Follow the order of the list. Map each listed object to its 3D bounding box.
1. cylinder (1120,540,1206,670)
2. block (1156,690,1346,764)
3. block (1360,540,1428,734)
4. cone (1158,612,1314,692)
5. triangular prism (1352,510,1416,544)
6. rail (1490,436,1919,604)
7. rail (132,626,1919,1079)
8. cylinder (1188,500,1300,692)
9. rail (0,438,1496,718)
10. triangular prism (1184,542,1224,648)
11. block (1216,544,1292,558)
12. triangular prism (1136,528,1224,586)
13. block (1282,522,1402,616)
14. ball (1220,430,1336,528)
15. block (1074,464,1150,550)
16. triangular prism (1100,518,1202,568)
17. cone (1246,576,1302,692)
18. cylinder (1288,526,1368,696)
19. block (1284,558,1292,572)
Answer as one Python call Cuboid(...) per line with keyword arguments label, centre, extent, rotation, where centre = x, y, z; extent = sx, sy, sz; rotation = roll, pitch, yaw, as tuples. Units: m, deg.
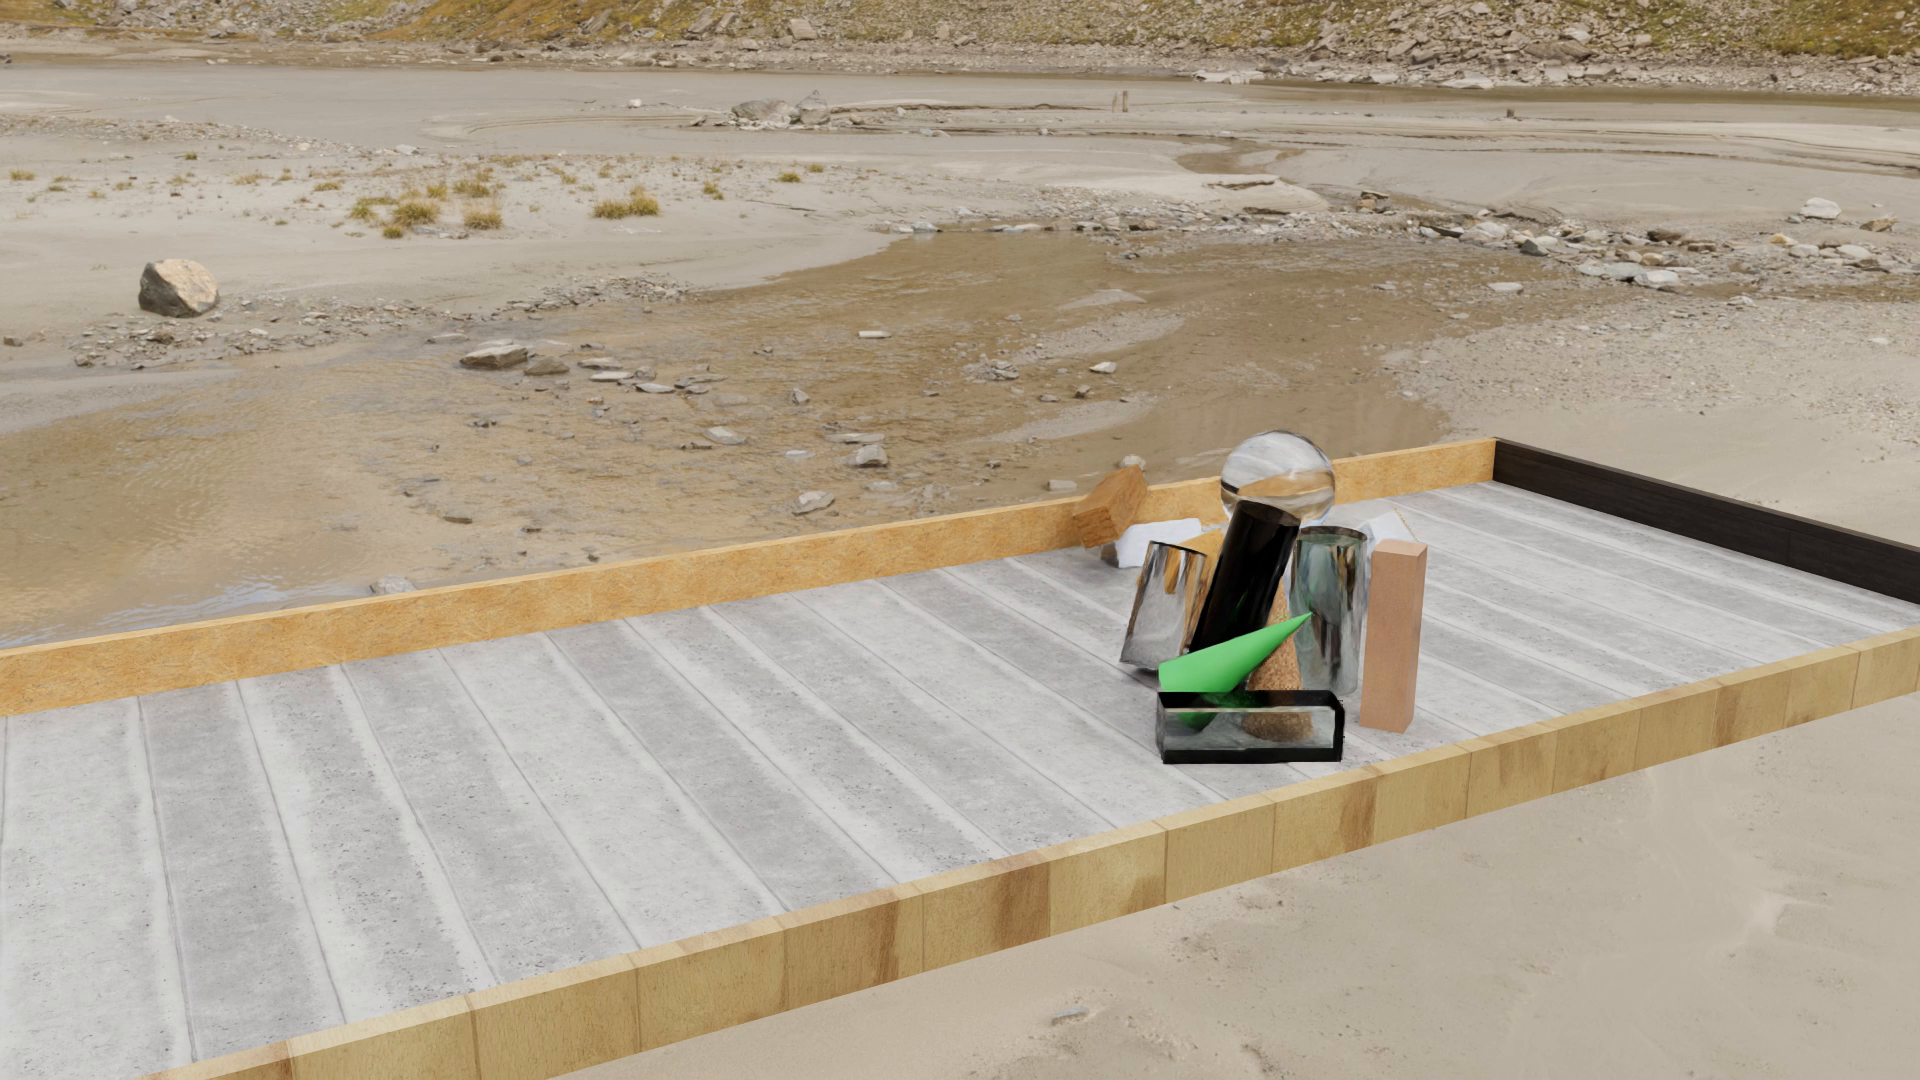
Cuboid(label="cylinder", centre=(0.512, 0.172, 4.156), extent=(0.148, 0.312, 0.148), rotation=(14, -3, 1))
Cuboid(label="block", centre=(0.649, 0.420, 3.707), extent=(0.397, 0.123, 0.123), rotation=(-1, 16, -2))
Cuboid(label="block", centre=(1.006, 0.224, 3.830), extent=(0.103, 0.431, 0.103), rotation=(8, 18, 26))
Cuboid(label="cone", centre=(0.662, 0.261, 3.814), extent=(0.385, 0.164, 0.164), rotation=(-35, 1, 25))
Cuboid(label="triangular prism", centre=(1.054, 0.055, 4.646), extent=(0.434, 0.114, 0.132), rotation=(-24, 4, -9))
Cuboid(label="rail", centre=(2.466, -0.048, 5.253), extent=(0.050, 0.150, 2.100), rotation=(-9, 18, -27))
Cuboid(label="rail", centre=(-2.336, 1.006, 1.665), extent=(12.000, 0.150, 0.050), rotation=(-9, 18, -27))
Cuboid(label="cylinder", centre=(0.687, 0.141, 4.037), extent=(0.161, 0.446, 0.161), rotation=(14, 18, -4))
Cuboid(label="rail", centre=(-3.305, 0.497, 3.399), extent=(12.000, 0.150, 0.050), rotation=(-9, 18, -27))
Cuboid(label="triangular prism", centre=(0.687, 0.099, 4.291), extent=(0.106, 0.411, 0.122), rotation=(21, -11, 40))
Cuboid(label="block", centre=(0.921, 0.064, 4.903), extent=(0.337, 0.131, 0.131), rotation=(-13, 21, -38))
Cuboid(label="triangular prism", centre=(0.682, 0.055, 4.953), extent=(0.132, 0.114, 0.336), rotation=(14, 22, 39))
Cuboid(label="block", centre=(0.977, 0.120, 4.282), extent=(0.144, 0.144, 0.353), rotation=(24, -45, -39))
Cuboid(label="ball", centre=(0.927, -0.154, 4.821), extent=(0.335, 0.335, 0.335), rotation=(0, 16, 0))
Cuboid(label="block", centre=(0.471, -0.107, 5.088), extent=(0.110, 0.110, 0.433), rotation=(-17, 12, 24))
Cuboid(label="triangular prism", centre=(0.606, 0.001, 5.139), extent=(0.307, 0.114, 0.131), rotation=(-6, 18, -21))
Cuboid(label="cone", centre=(0.740, 0.253, 3.851), extent=(0.166, 0.363, 0.166), rotation=(0, 16, 0))
Cuboid(label="cylinder", centre=(0.904, 0.174, 4.077), extent=(0.178, 0.386, 0.178), rotation=(0, 16, 0))
Cuboid(label="block", centre=(0.974, 0.109, 4.523), extent=(0.378, 0.111, 0.111), rotation=(-13, 61, -3))
